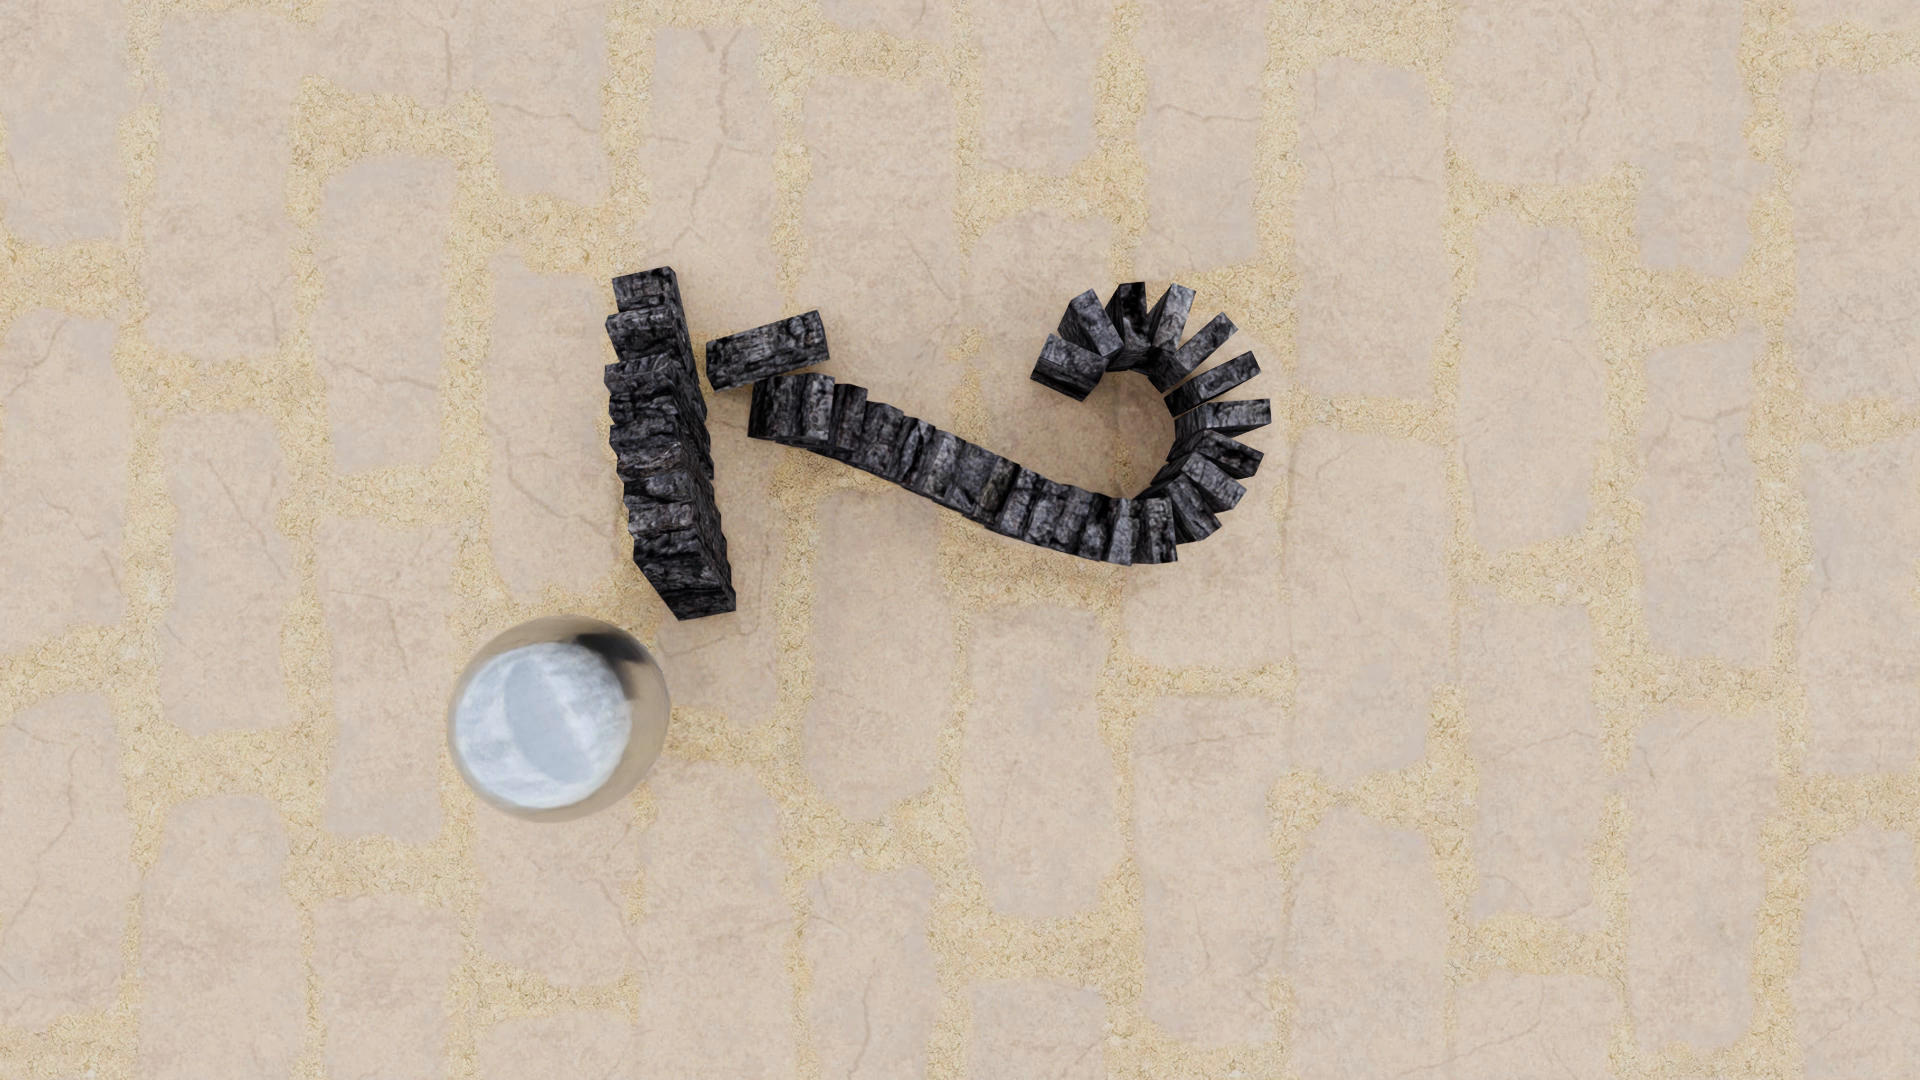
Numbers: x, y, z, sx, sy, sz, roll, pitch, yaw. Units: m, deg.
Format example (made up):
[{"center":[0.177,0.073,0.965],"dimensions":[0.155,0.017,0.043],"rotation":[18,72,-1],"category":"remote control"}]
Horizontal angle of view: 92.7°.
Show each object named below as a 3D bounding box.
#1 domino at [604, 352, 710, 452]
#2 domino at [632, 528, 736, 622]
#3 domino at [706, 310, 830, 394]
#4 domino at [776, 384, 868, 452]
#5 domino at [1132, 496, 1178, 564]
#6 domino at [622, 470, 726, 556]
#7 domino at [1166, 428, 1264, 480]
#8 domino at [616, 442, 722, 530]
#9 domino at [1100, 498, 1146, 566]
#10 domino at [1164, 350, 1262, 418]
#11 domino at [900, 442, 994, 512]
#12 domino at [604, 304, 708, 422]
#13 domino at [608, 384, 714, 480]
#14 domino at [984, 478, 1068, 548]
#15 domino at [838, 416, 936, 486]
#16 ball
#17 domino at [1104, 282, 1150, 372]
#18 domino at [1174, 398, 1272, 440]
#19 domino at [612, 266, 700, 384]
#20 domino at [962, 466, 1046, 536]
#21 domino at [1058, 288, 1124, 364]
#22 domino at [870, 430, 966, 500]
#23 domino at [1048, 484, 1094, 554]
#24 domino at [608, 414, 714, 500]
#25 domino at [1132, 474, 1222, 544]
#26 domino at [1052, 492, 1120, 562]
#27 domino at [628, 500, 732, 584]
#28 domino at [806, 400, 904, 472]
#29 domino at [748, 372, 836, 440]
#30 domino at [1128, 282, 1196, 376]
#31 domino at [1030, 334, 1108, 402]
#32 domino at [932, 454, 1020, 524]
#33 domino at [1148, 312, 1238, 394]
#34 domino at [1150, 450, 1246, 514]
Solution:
[{"center":[-0.123,-0.053,0.377],"dimensions":[0.025,0.050,0.010],"rotation":[-11,55,0],"category":"domino"},{"center":[-0.112,0.015,0.377],"dimensions":[0.025,0.050,0.009],"rotation":[-11,56,0],"category":"domino"},{"center":[-0.082,-0.080,0.388],"dimensions":[0.050,0.010,0.025],"rotation":[-16,46,0],"category":"domino"},{"center":[-0.058,-0.051,0.378],"dimensions":[0.010,0.050,0.025],"rotation":[10,90,-40],"category":"domino"},{"center":[0.074,-0.003,0.375],"dimensions":[0.009,0.050,0.025],"rotation":[-7,90,-7],"category":"domino"},{"center":[-0.116,-0.007,0.377],"dimensions":[0.025,0.050,0.009],"rotation":[-10,56,0],"category":"domino"},{"center":[0.103,-0.034,0.375],"dimensions":[0.025,0.050,0.010],"rotation":[24,90,0],"category":"domino"},{"center":[-0.118,-0.019,0.377],"dimensions":[0.025,0.050,0.010],"rotation":[-11,56,0],"category":"domino"},{"center":[0.060,-0.004,0.375],"dimensions":[0.010,0.050,0.025],"rotation":[13,90,-8],"category":"domino"},{"center":[0.102,-0.063,0.375],"dimensions":[0.025,0.050,0.009],"rotation":[-25,90,0],"category":"domino"},{"center":[-0.006,-0.028,0.376],"dimensions":[0.010,0.050,0.025],"rotation":[22,90,-28],"category":"domino"},{"center":[-0.125,-0.071,0.380],"dimensions":[0.025,0.010,0.050],"rotation":[-11,129,-1],"category":"domino"},{"center":[-0.122,-0.041,0.377],"dimensions":[0.025,0.050,0.010],"rotation":[-10,56,0],"category":"domino"},{"center":[0.026,-0.013,0.375],"dimensions":[0.009,0.050,0.025],"rotation":[20,90,-18],"category":"domino"},{"center":[-0.031,-0.039,0.377],"dimensions":[0.009,0.050,0.025],"rotation":[21,90,-36],"category":"domino"},{"center":[-0.156,0.069,0.360],"dimensions":[0.080,0.080,0.080],"rotation":[0,90,0],"category":"ball"},{"center":[0.067,-0.086,0.375],"dimensions":[0.009,0.050,0.025],"rotation":[-5,90,0],"category":"domino"},{"center":[0.106,-0.049,0.375],"dimensions":[0.025,0.050,0.009],"rotation":[-4,90,0],"category":"domino"},{"center":[-0.131,-0.090,0.395],"dimensions":[0.025,0.009,0.050],"rotation":[-12,90,0],"category":"domino"},{"center":[0.017,-0.017,0.375],"dimensions":[0.010,0.050,0.025],"rotation":[22,90,-18],"category":"domino"},{"center":[0.053,-0.083,0.375],"dimensions":[0.010,0.050,0.025],"rotation":[-29,90,0],"category":"domino"},{"center":[-0.018,-0.034,0.376],"dimensions":[0.009,0.050,0.025],"rotation":[22,90,-33],"category":"domino"},{"center":[0.036,-0.010,0.375],"dimensions":[0.009,0.050,0.025],"rotation":[20,90,-18],"category":"domino"},{"center":[-0.121,-0.030,0.377],"dimensions":[0.025,0.050,0.010],"rotation":[-10,56,0],"category":"domino"},{"center":[0.087,-0.011,0.375],"dimensions":[0.010,0.050,0.025],"rotation":[-36,90,-6],"category":"domino"},{"center":[0.048,-0.007,0.375],"dimensions":[0.010,0.050,0.025],"rotation":[18,90,-13],"category":"domino"},{"center":[-0.114,0.004,0.377],"dimensions":[0.025,0.050,0.010],"rotation":[-10,56,0],"category":"domino"},{"center":[-0.044,-0.045,0.378],"dimensions":[0.010,0.050,0.025],"rotation":[18,90,-39],"category":"domino"},{"center":[-0.070,-0.054,0.378],"dimensions":[0.010,0.050,0.025],"rotation":[7,90,-40],"category":"domino"},{"center":[0.082,-0.085,0.375],"dimensions":[0.009,0.050,0.025],"rotation":[19,90,0],"category":"domino"},{"center":[0.044,-0.070,0.375],"dimensions":[0.025,0.050,0.009],"rotation":[24,90,0],"category":"domino"},{"center":[0.006,-0.023,0.375],"dimensions":[0.009,0.050,0.025],"rotation":[22,90,-23],"category":"domino"},{"center":[0.094,-0.076,0.375],"dimensions":[0.025,0.050,0.009],"rotation":[-42,90,0],"category":"domino"},{"center":[0.096,-0.022,0.375],"dimensions":[0.025,0.050,0.009],"rotation":[37,87,0],"category":"domino"}]
